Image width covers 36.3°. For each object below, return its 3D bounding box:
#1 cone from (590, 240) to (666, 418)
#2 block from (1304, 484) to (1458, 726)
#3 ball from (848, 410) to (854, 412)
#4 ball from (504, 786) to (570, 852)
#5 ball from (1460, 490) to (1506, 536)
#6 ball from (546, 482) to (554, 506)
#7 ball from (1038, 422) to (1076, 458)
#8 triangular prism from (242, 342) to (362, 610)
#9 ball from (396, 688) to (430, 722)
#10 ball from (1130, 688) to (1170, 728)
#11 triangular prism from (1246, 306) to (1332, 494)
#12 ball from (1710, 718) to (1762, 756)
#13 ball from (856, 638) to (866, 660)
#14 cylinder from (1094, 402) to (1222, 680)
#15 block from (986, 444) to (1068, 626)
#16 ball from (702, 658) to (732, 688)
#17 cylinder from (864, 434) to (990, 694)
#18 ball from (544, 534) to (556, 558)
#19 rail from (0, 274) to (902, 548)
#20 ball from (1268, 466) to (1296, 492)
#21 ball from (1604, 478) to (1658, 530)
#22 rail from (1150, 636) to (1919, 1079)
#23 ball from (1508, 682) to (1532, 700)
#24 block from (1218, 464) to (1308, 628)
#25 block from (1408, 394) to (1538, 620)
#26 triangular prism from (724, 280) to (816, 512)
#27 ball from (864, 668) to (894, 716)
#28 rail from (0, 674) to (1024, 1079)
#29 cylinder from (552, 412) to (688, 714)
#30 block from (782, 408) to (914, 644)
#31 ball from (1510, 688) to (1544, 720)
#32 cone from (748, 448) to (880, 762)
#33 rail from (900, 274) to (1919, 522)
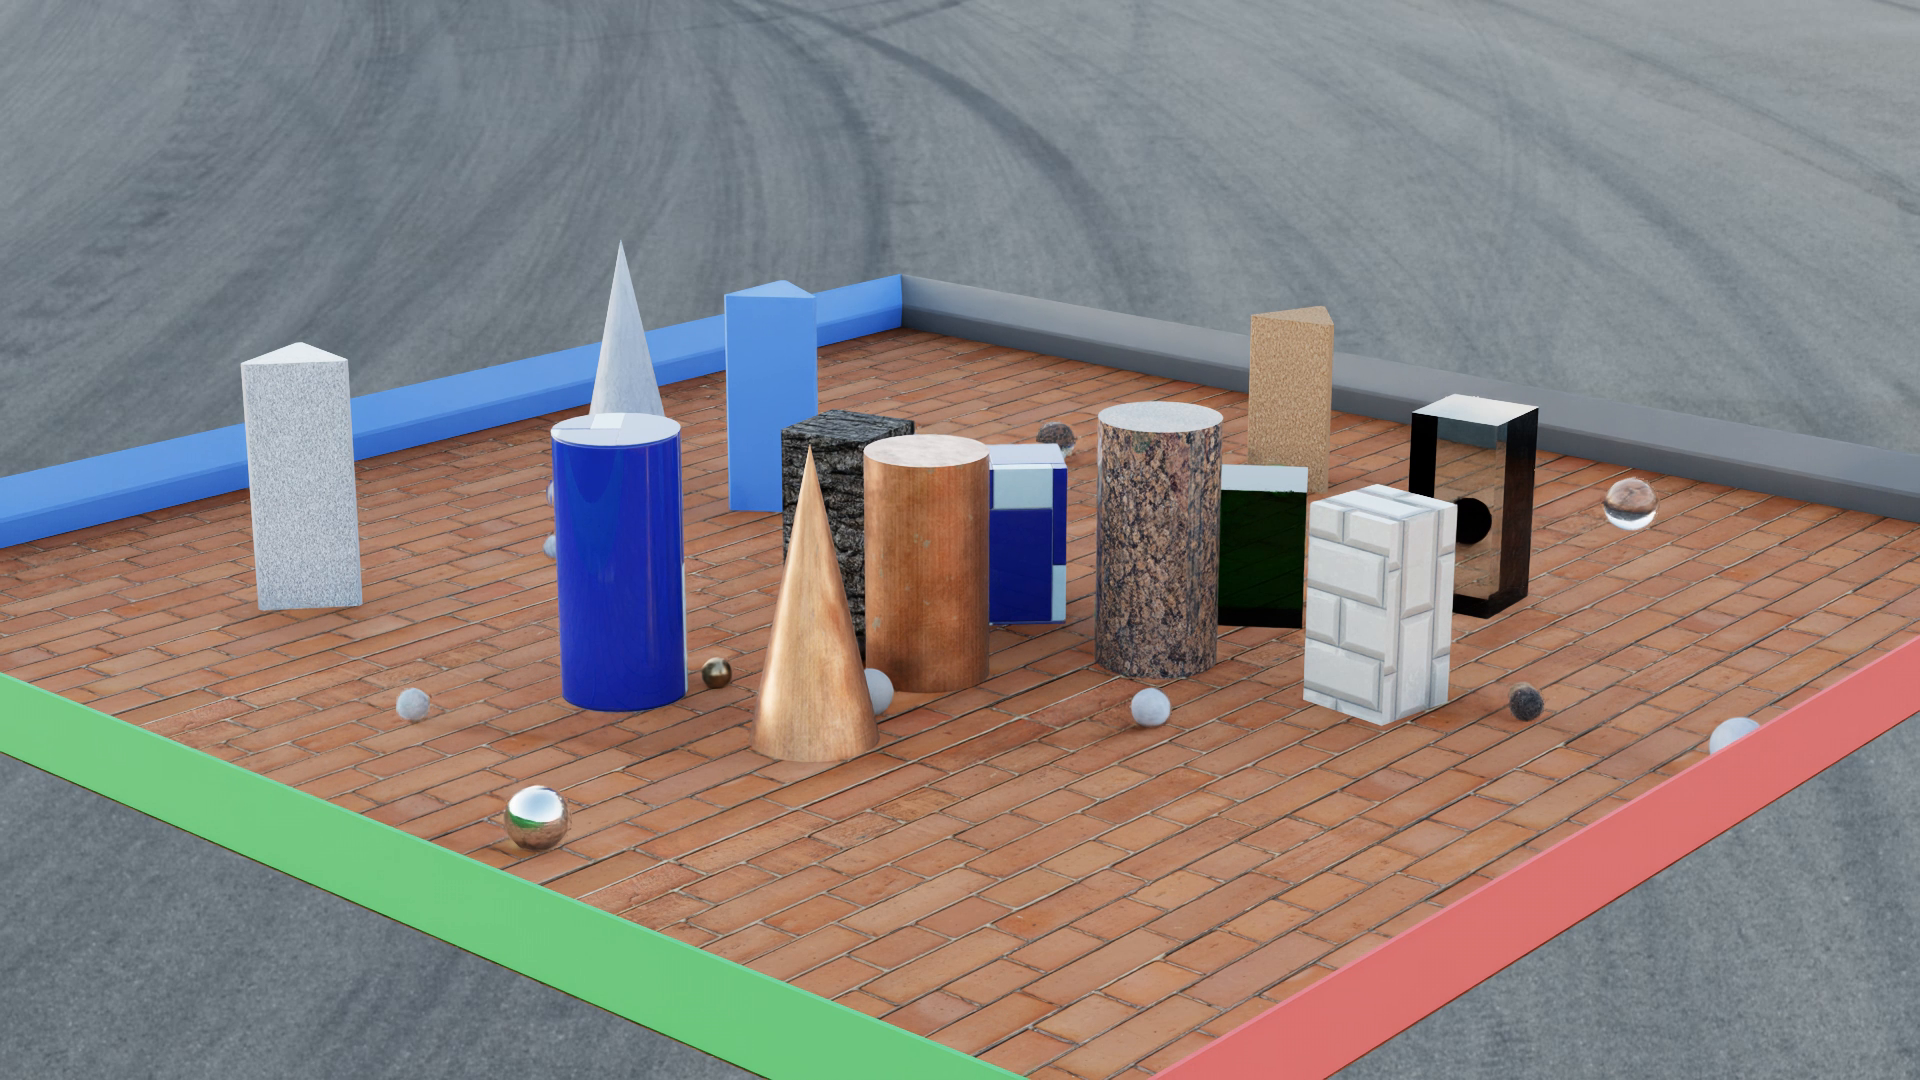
[{"bbox_3d":[-0.670,-0.369,5.859,0.200,0.474,0.200,0,17,0],"label":"cone"},{"bbox_3d":[0.654,0.099,4.569,0.160,0.323,0.160,-15,22,-40],"label":"block"},{"bbox_3d":[-0.229,-0.215,5.998,0.100,0.100,0.100,0,17,0],"label":"ball"},{"bbox_3d":[-0.581,0.382,4.031,0.090,0.090,0.090,0,17,0],"label":"ball"},{"bbox_3d":[0.975,-0.049,5.471,0.086,0.086,0.086,0,17,0],"label":"ball"},{"bbox_3d":[-0.767,-0.088,5.649,0.057,0.057,0.057,0,17,0],"label":"ball"},{"bbox_3d":[0.197,-0.203,5.997,0.077,0.077,0.077,0,17,0],"label":"ball"},{"bbox_3d":[-1.134,-0.113,5.077,0.173,0.435,0.150,-3,17,-9],"label":"triangular prism"},{"bbox_3d":[-0.843,0.254,4.523,0.051,0.051,0.051,0,17,0],"label":"ball"},{"bbox_3d":[0.292,0.258,4.496,0.060,0.060,0.060,0,17,0],"label":"ball"},{"bbox_3d":[0.683,-0.284,5.814,0.173,0.338,0.150,10,19,29],"label":"triangular prism"},{"bbox_3d":[1.143,0.304,4.293,0.088,0.088,0.088,0,17,0],"label":"ball"},{"bbox_3d":[-0.173,0.181,4.779,0.044,0.044,0.044,0,17,0],"label":"ball"},{"bbox_3d":[0.321,-0.001,4.750,0.200,0.410,0.200,0,17,0],"label":"cylinder"},{"bbox_3d":[0.094,-0.011,5.016,0.160,0.274,0.160,-1,17,-4],"label":"block"},{"bbox_3d":[-0.388,0.211,4.672,0.049,0.049,0.049,0,17,0],"label":"ball"},{"bbox_3d":[-0.053,0.036,4.691,0.200,0.372,0.200,0,17,0],"label":"cylinder"},{"bbox_3d":[-0.737,0.012,5.343,0.042,0.042,0.042,0,17,0],"label":"ball"},{"bbox_3d":[-1.130,-0.250,6.059,0.045,0.130,3.058,14,22,39],"label":"rail"},{"bbox_3d":[0.634,-0.120,5.762,0.053,0.053,0.053,0,17,0],"label":"ball"},{"bbox_3d":[1.260,-0.067,5.509,0.098,0.098,0.098,0,17,0],"label":"ball"},{"bbox_3d":[1.130,0.315,4.181,0.045,0.130,3.058,14,22,39],"label":"rail"},{"bbox_3d":[0.878,0.243,4.577,0.042,0.042,0.042,0,17,0],"label":"ball"},{"bbox_3d":[0.509,0.010,5.008,0.160,0.240,0.160,2,17,7],"label":"block"},{"bbox_3d":[0.882,-0.060,5.063,0.160,0.341,0.160,12,20,34],"label":"block"},{"bbox_3d":[-0.350,-0.279,5.652,0.173,0.421,0.150,2,17,6],"label":"triangular prism"},{"bbox_3d":[-0.140,0.236,4.543,0.074,0.074,0.074,0,17,0],"label":"ball"},{"bbox_3d":[-0.987,0.360,4.031,3.039,0.130,0.045,14,22,39],"label":"rail"},{"bbox_3d":[-0.532,0.034,4.596,0.200,0.431,0.200,0,17,0],"label":"cylinder"},{"bbox_3d":[-0.185,-0.019,4.898,0.160,0.358,0.160,9,19,29],"label":"block"},{"bbox_3d":[0.874,0.253,4.526,0.052,0.052,0.052,0,17,0],"label":"ball"},{"bbox_3d":[-0.221,0.080,4.389,0.200,0.463,0.200,0,17,0],"label":"cone"},{"bbox_3d":[0.987,-0.295,6.208,3.039,0.130,0.045,14,22,39],"label":"rail"}]
